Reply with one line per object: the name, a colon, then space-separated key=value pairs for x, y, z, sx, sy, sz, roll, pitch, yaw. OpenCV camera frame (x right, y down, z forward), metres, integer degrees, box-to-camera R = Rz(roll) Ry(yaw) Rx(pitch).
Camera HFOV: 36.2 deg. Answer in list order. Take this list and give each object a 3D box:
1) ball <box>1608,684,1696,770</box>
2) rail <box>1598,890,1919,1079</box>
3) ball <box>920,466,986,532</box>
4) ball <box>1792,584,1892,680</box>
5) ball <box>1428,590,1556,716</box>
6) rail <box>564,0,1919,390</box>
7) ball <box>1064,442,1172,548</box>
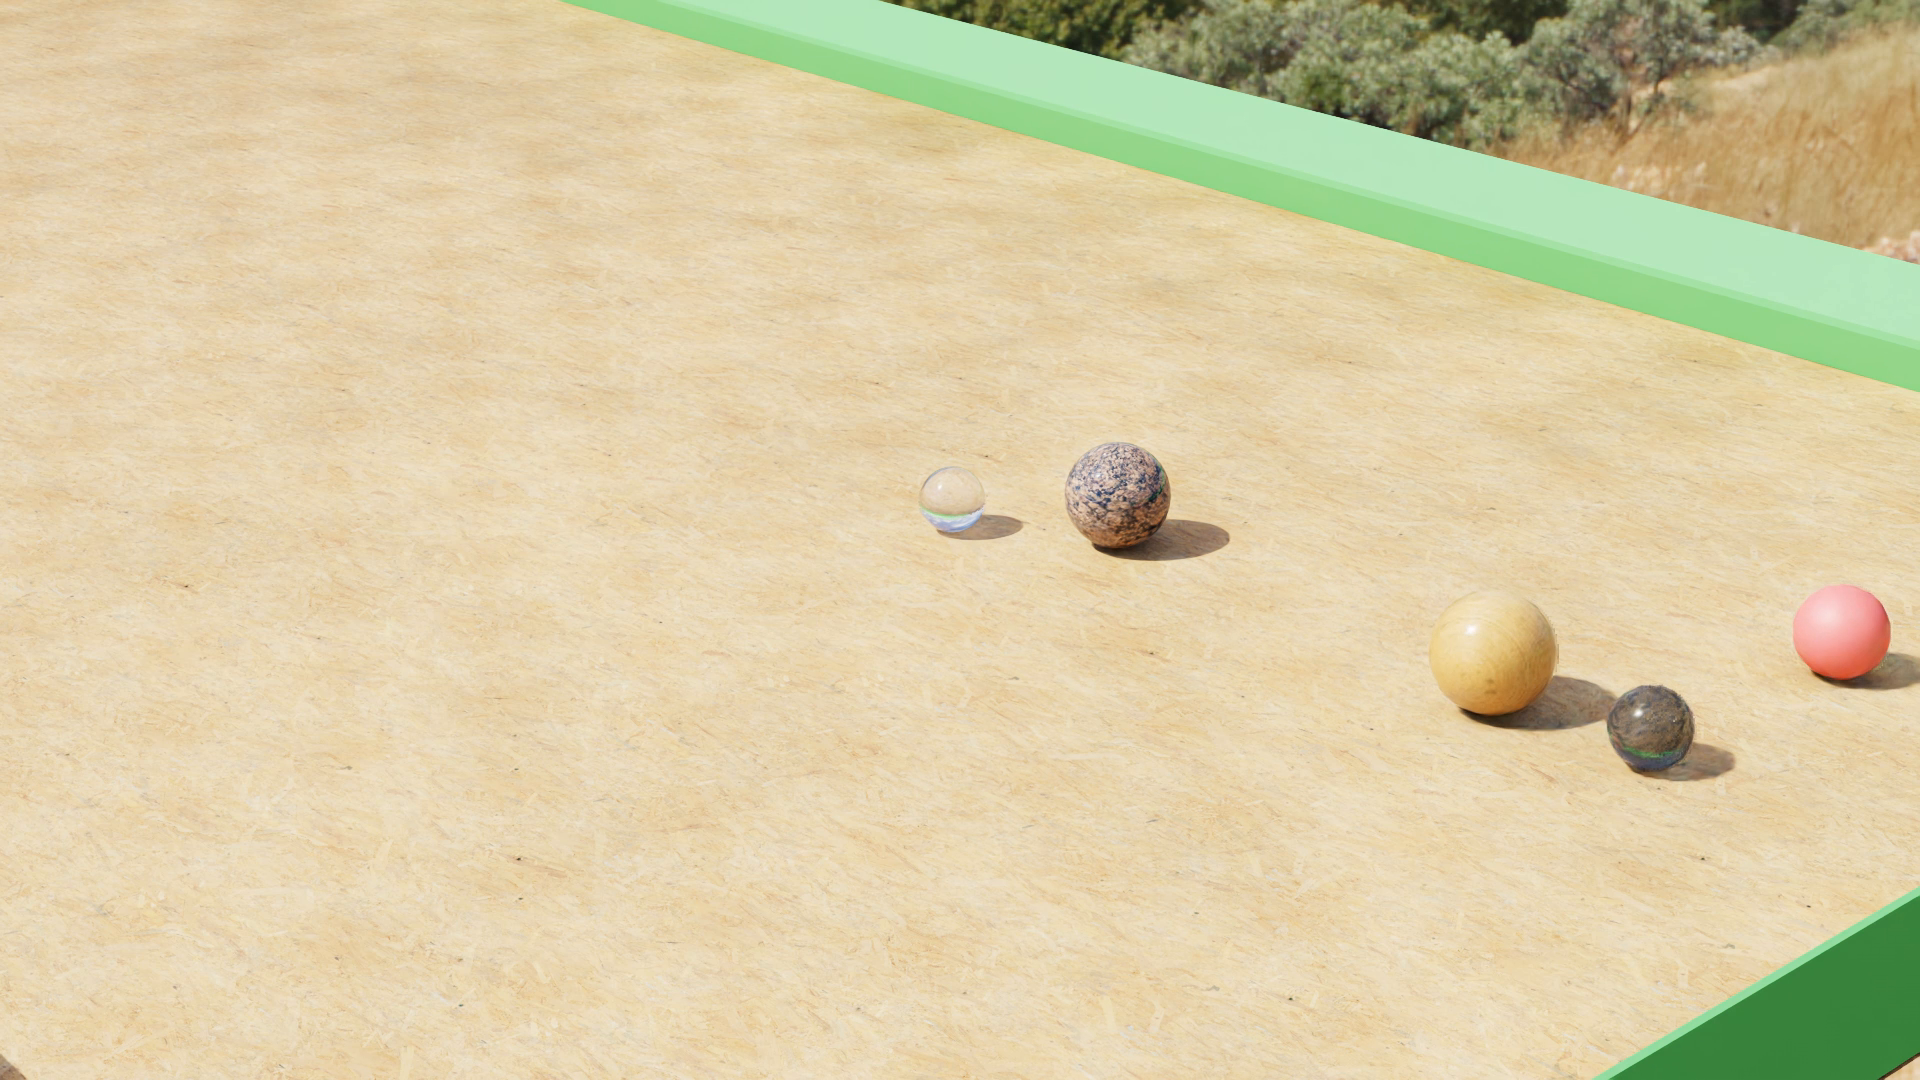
ball: x=0.493 y=0.134 z=2.099 sx=0.061 sy=0.061 sz=0.061 roll=0 pitch=23 yaw=0
rail: x=0.587 y=0.235 z=1.775 sx=2.004 sy=0.122 sz=0.045 roll=-19 pitch=29 yaw=-37
ball: x=-0.007 y=-0.035 z=2.508 sx=0.057 sy=0.057 sz=0.057 roll=0 pitch=23 yaw=0
ball: x=0.671 y=0.070 z=2.237 sx=0.072 sy=0.072 sz=0.072 roll=0 pitch=23 yaw=0
ball: x=0.394 y=0.083 z=2.178 sx=0.094 sy=0.094 sz=0.094 roll=0 pitch=23 yaw=0
rail: x=0.133 y=-0.536 z=3.621 sx=0.045 sy=0.122 sz=3.654 roll=-19 pitch=29 yaw=-37
ball: x=0.132 y=-0.038 z=2.472 sx=0.090 sy=0.090 sz=0.090 roll=0 pitch=23 yaw=0
